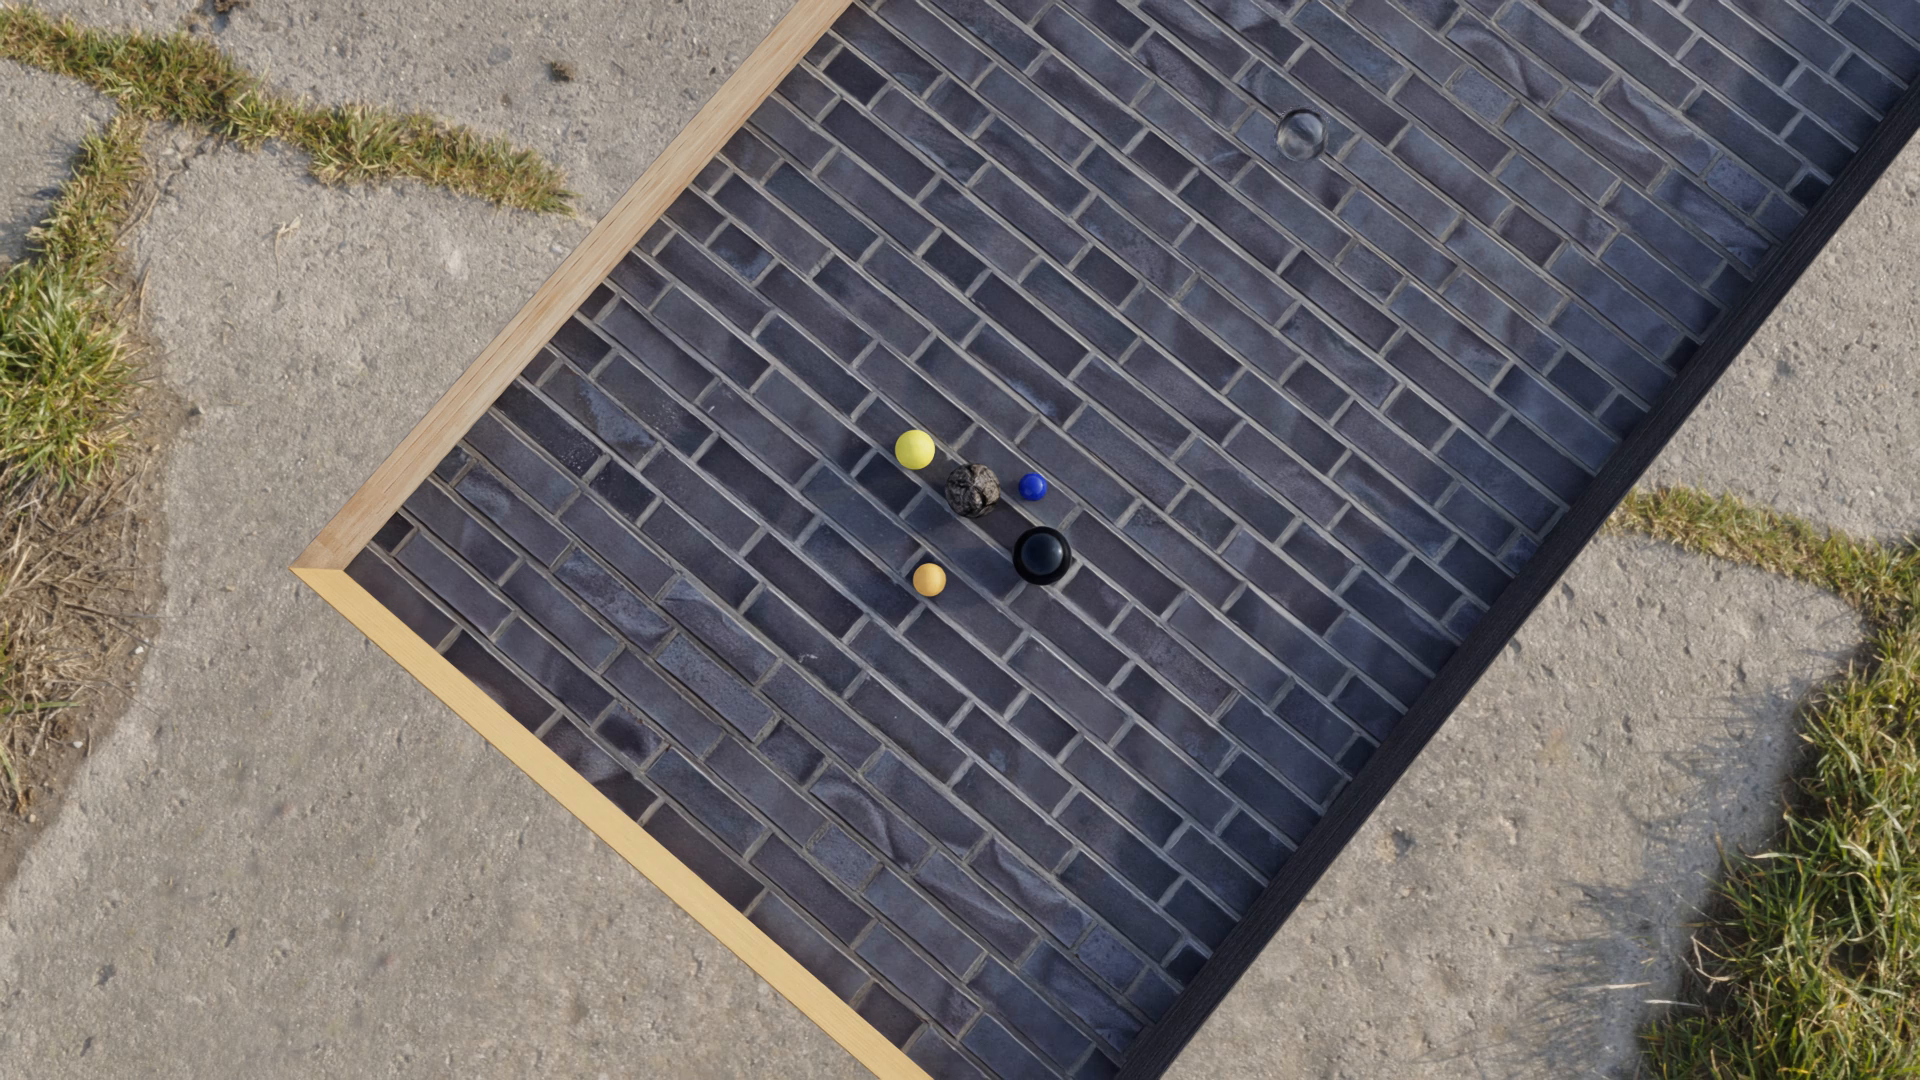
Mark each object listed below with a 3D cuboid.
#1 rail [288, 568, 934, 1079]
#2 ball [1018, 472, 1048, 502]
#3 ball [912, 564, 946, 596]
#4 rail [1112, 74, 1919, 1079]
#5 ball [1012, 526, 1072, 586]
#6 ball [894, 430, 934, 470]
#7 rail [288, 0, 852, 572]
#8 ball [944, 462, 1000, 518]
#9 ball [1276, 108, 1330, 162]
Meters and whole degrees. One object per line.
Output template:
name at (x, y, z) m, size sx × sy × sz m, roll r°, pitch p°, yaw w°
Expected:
rail at (-0.415, 0.484, 3.174) m, size 1.428 × 0.116 × 0.045 m, roll 39°, pitch 82°, yaw 6°
ball at (0.110, -0.080, 3.310) m, size 0.044 × 0.044 × 0.044 m, roll 0°, pitch 80°, yaw 0°
ball at (-0.045, 0.059, 3.282) m, size 0.050 × 0.050 × 0.050 m, roll 0°, pitch 80°, yaw 0°
rail at (0.960, -0.075, 3.271) m, size 0.045 × 0.116 × 2.681 m, roll 39°, pitch 82°, yaw 6°
ball at (0.122, 0.024, 3.269) m, size 0.089 × 0.089 × 0.089 m, roll 0°, pitch 80°, yaw 0°
ball at (-0.068, -0.136, 3.311) m, size 0.060 × 0.060 × 0.060 m, roll 0°, pitch 80°, yaw 0°
rail at (-0.100, -0.947, 3.424) m, size 0.045 × 0.116 × 2.681 m, roll 39°, pitch 82°, yaw 6°
ball at (0.019, -0.074, 3.289) m, size 0.084 × 0.084 × 0.084 m, roll 0°, pitch 80°, yaw 0°
ball at (0.527, -0.623, 3.385) m, size 0.082 × 0.082 × 0.082 m, roll 0°, pitch 80°, yaw 0°
